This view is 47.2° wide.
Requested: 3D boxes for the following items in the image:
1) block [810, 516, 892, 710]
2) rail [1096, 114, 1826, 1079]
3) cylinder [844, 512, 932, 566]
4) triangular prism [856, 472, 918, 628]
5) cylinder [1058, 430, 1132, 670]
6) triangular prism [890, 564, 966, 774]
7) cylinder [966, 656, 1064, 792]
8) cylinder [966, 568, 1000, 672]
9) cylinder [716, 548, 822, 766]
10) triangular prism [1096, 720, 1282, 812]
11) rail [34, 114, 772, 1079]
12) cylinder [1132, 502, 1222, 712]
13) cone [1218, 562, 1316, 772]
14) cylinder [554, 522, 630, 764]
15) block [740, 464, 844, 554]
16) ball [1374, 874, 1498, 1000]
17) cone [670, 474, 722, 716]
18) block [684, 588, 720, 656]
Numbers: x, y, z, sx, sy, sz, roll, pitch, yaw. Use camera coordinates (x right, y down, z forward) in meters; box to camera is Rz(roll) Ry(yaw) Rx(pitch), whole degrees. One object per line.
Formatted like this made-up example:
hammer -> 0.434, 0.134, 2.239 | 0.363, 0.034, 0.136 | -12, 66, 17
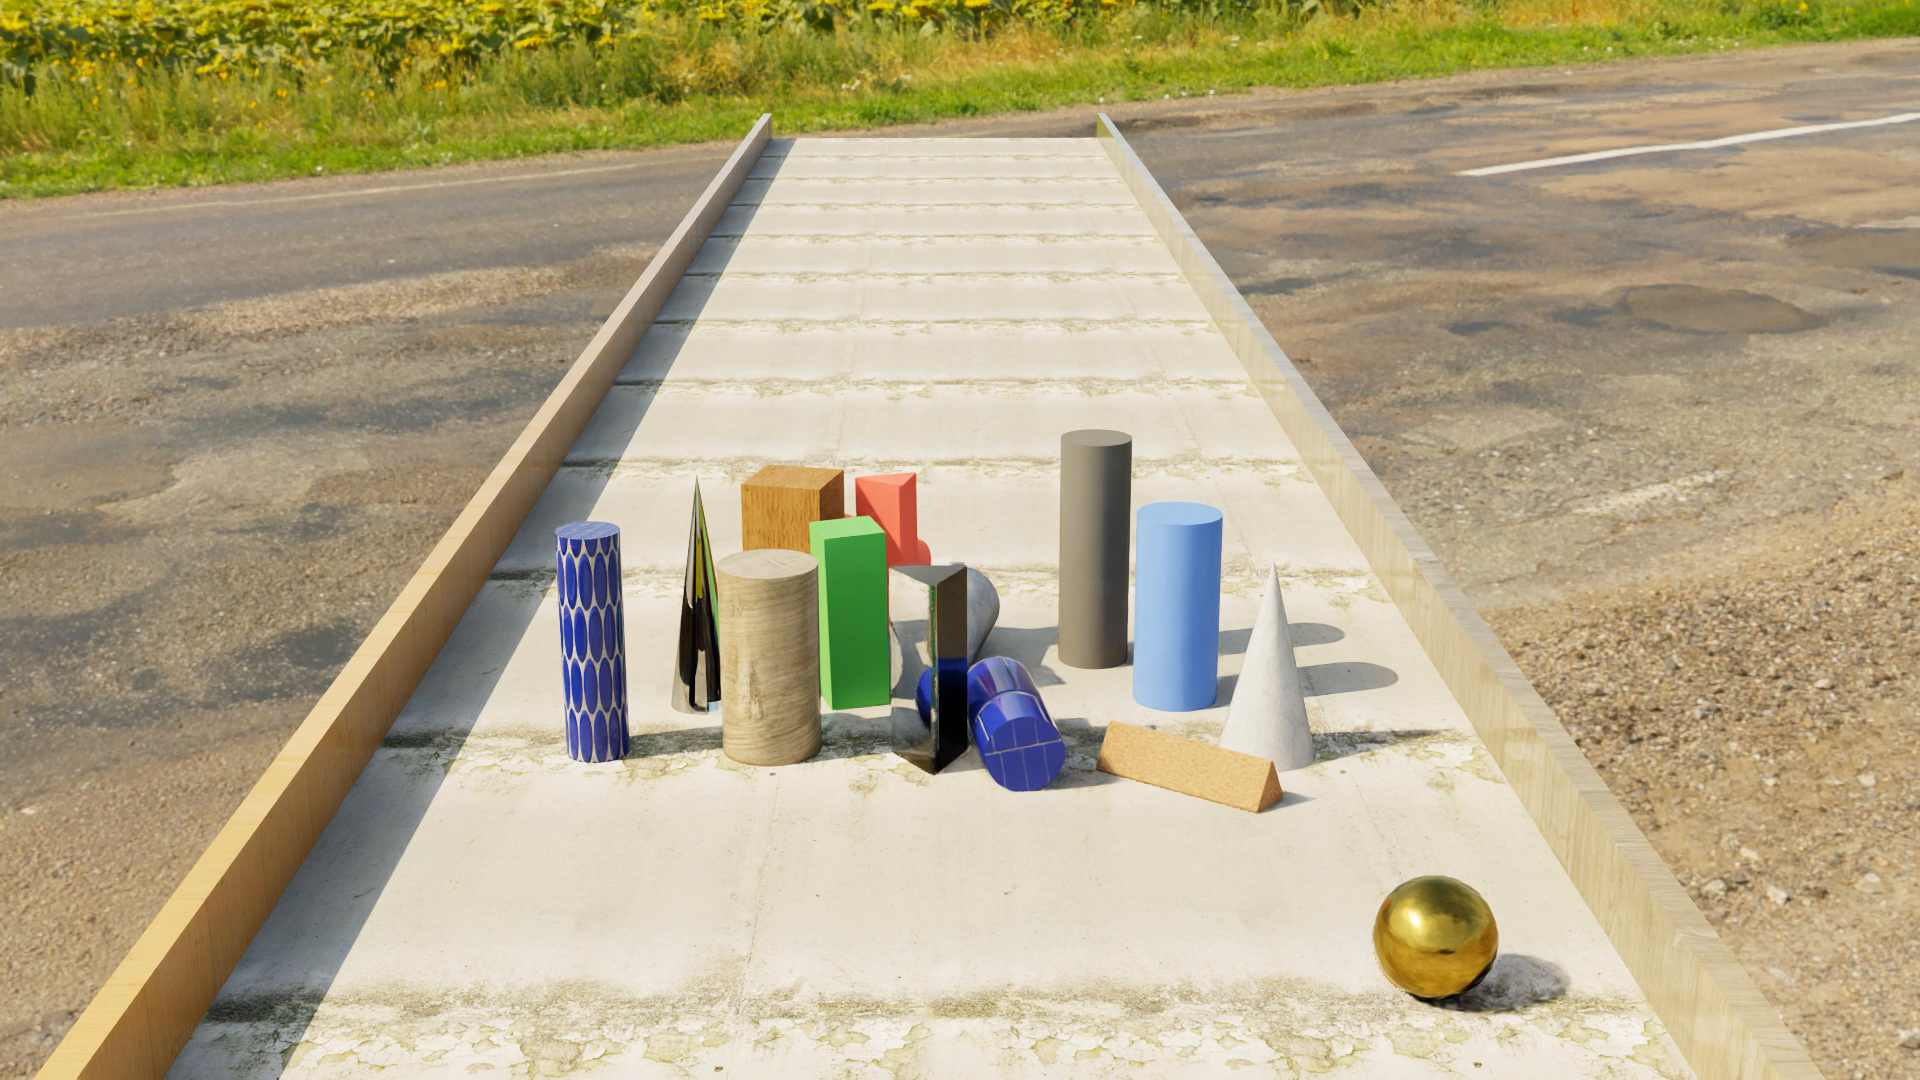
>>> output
block -> -0.207, 0.138, 4.164 | 0.117, 0.339, 0.117 | -7, 18, -16
rail -> 0.932, -0.844, 7.801 | 0.050, 0.150, 12.000 | 0, 17, -1
cylinder -> -0.223, 0.017, 4.718 | 0.332, 0.127, 0.127 | 20, -1, -43
triangular prism -> -0.123, 0.049, 4.426 | 0.126, 0.360, 0.109 | 11, 18, 40
cylinder -> 0.267, 0.018, 4.364 | 0.140, 0.456, 0.140 | 0, 17, 0
triangular prism -> -0.037, 0.219, 3.879 | 0.117, 0.347, 0.135 | -11, 20, -33
cylinder -> 0.090, 0.323, 3.898 | 0.139, 0.139, 0.307 | -2, 17, -8
cylinder -> -0.031, 0.179, 4.342 | 0.161, 0.161, 0.349 | 3, 17, 11
cylinder -> -0.338, 0.208, 3.916 | 0.178, 0.348, 0.178 | 0, 17, 0
triangular prism -> 0.395, 0.382, 3.796 | 0.321, 0.079, 0.091 | 12, 20, 34
rail -> -1.118, -0.838, 7.780 | 0.050, 0.150, 12.000 | 0, 17, -1
cylinder -> 0.411, 0.125, 4.162 | 0.160, 0.367, 0.160 | 0, 17, 0
cone -> 0.548, 0.207, 3.889 | 0.176, 0.365, 0.176 | 0, 17, 0
cylinder -> -0.650, 0.181, 3.892 | 0.113, 0.414, 0.113 | 0, 17, 0
block -> -0.328, 0.058, 4.369 | 0.160, 0.379, 0.160 | 4, 17, 14
ball -> 0.663, 0.553, 3.066 | 0.171, 0.171, 0.171 | 0, 17, 0
cone -> -0.486, 0.092, 4.119 | 0.128, 0.454, 0.128 | 0, 17, 0
block -> -0.403, 0.144, 4.566 | 0.332, 0.100, 0.100 | -13, 21, -36
